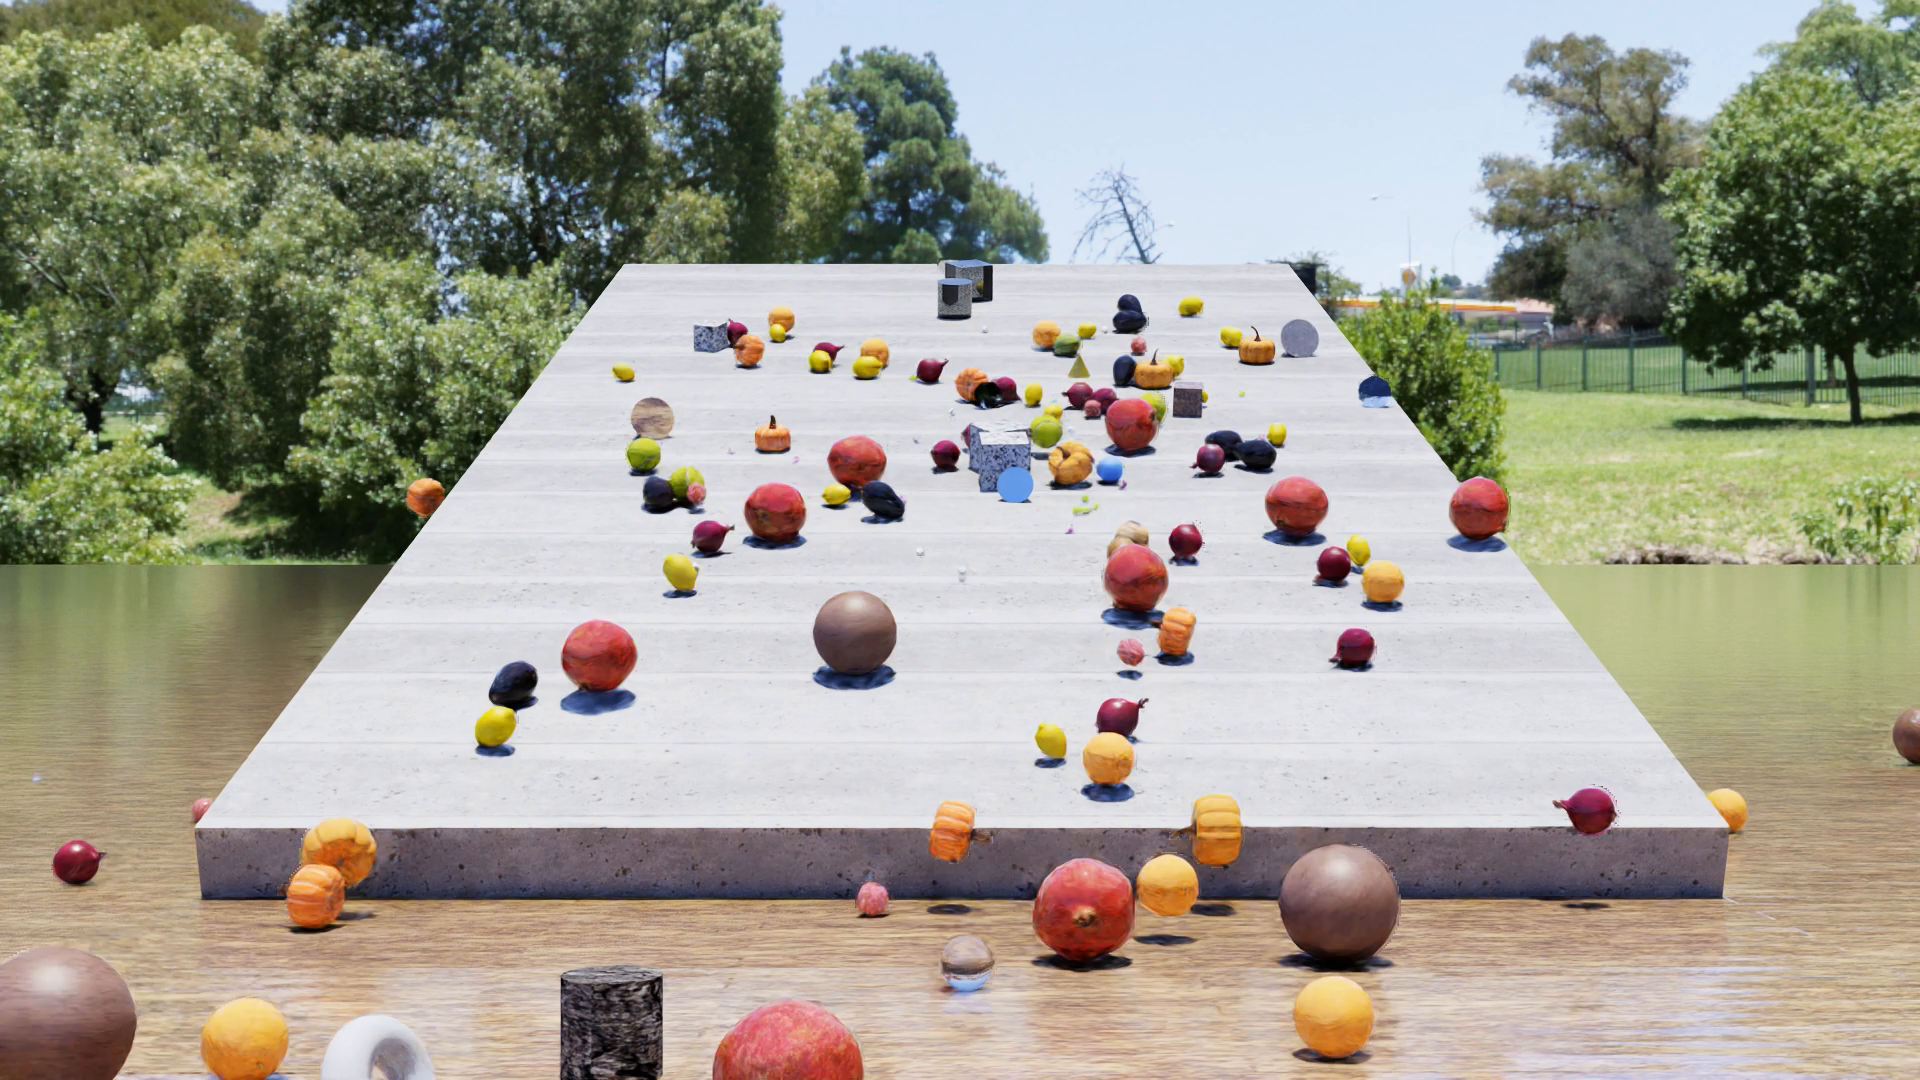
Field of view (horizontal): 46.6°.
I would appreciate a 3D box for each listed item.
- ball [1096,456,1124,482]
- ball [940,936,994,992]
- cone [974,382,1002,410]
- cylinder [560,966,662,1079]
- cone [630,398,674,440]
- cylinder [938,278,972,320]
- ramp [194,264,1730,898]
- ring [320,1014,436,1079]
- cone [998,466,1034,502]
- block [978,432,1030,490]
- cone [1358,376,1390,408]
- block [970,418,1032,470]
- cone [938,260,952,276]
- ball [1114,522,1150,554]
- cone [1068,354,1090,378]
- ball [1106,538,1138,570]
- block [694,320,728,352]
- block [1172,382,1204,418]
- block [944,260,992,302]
[{"bbox_3d":[0.299,-0.142,4.448,0.053,0.053,0.053,0,0,0],"label":"ball"},{"bbox_3d":[0.007,0.436,2.299,0.056,0.056,0.056,0,0,0],"label":"ball"},{"bbox_3d":[0.053,-0.320,5.051,0.065,0.065,0.065,0,-10,-19],"label":"cone"},{"bbox_3d":[-0.300,0.418,1.920,0.087,0.087,0.087,0,0,0],"label":"cylinder"},{"bbox_3d":[-0.670,-0.251,4.810,0.093,0.093,0.093,0,-10,-17],"label":"cone"},{"bbox_3d":[-0.014,-0.647,5.980,0.093,0.093,0.093,0,18,0],"label":"cylinder"},{"bbox_3d":[-0.003,-0.181,4.825,2.000,0.100,4.000,0,18,0],"label":"ramp"},{"bbox_3d":[-0.430,0.407,1.653,0.037,0.110,0.110,-20,-8,22],"label":"ring"},{"bbox_3d":[0.113,-0.101,4.354,0.071,0.071,0.071,0,-9,10],"label":"cone"},{"bbox_3d":[0.087,-0.158,4.433,0.093,0.093,0.093,-1,18,-3],"label":"block"},{"bbox_3d":[0.941,-0.328,5.075,0.073,0.073,0.073,0,-9,9],"label":"cone"},{"bbox_3d":[0.082,-0.189,4.536,0.090,0.090,0.090,-11,20,-30],"label":"block"},{"bbox_3d":[-0.040,-0.794,6.563,0.051,0.051,0.051,0,-9,-3],"label":"cone"},{"bbox_3d":[0.308,-0.002,3.992,0.063,0.063,0.063,0,0,0],"label":"ball"},{"bbox_3d":[0.285,-0.419,5.322,0.057,0.057,0.057,0,18,0],"label":"cone"},{"bbox_3d":[0.286,0.023,3.923,0.056,0.056,0.056,0,0,0],"label":"ball"},{"bbox_3d":[-0.626,-0.513,5.602,0.064,0.064,0.064,6,19,19],"label":"block"},{"bbox_3d":[0.510,-0.315,4.979,0.064,0.064,0.064,3,18,9],"label":"block"},{"bbox_3d":[0.025,-0.720,6.202,0.099,0.099,0.099,-9,20,-26],"label":"block"}]
